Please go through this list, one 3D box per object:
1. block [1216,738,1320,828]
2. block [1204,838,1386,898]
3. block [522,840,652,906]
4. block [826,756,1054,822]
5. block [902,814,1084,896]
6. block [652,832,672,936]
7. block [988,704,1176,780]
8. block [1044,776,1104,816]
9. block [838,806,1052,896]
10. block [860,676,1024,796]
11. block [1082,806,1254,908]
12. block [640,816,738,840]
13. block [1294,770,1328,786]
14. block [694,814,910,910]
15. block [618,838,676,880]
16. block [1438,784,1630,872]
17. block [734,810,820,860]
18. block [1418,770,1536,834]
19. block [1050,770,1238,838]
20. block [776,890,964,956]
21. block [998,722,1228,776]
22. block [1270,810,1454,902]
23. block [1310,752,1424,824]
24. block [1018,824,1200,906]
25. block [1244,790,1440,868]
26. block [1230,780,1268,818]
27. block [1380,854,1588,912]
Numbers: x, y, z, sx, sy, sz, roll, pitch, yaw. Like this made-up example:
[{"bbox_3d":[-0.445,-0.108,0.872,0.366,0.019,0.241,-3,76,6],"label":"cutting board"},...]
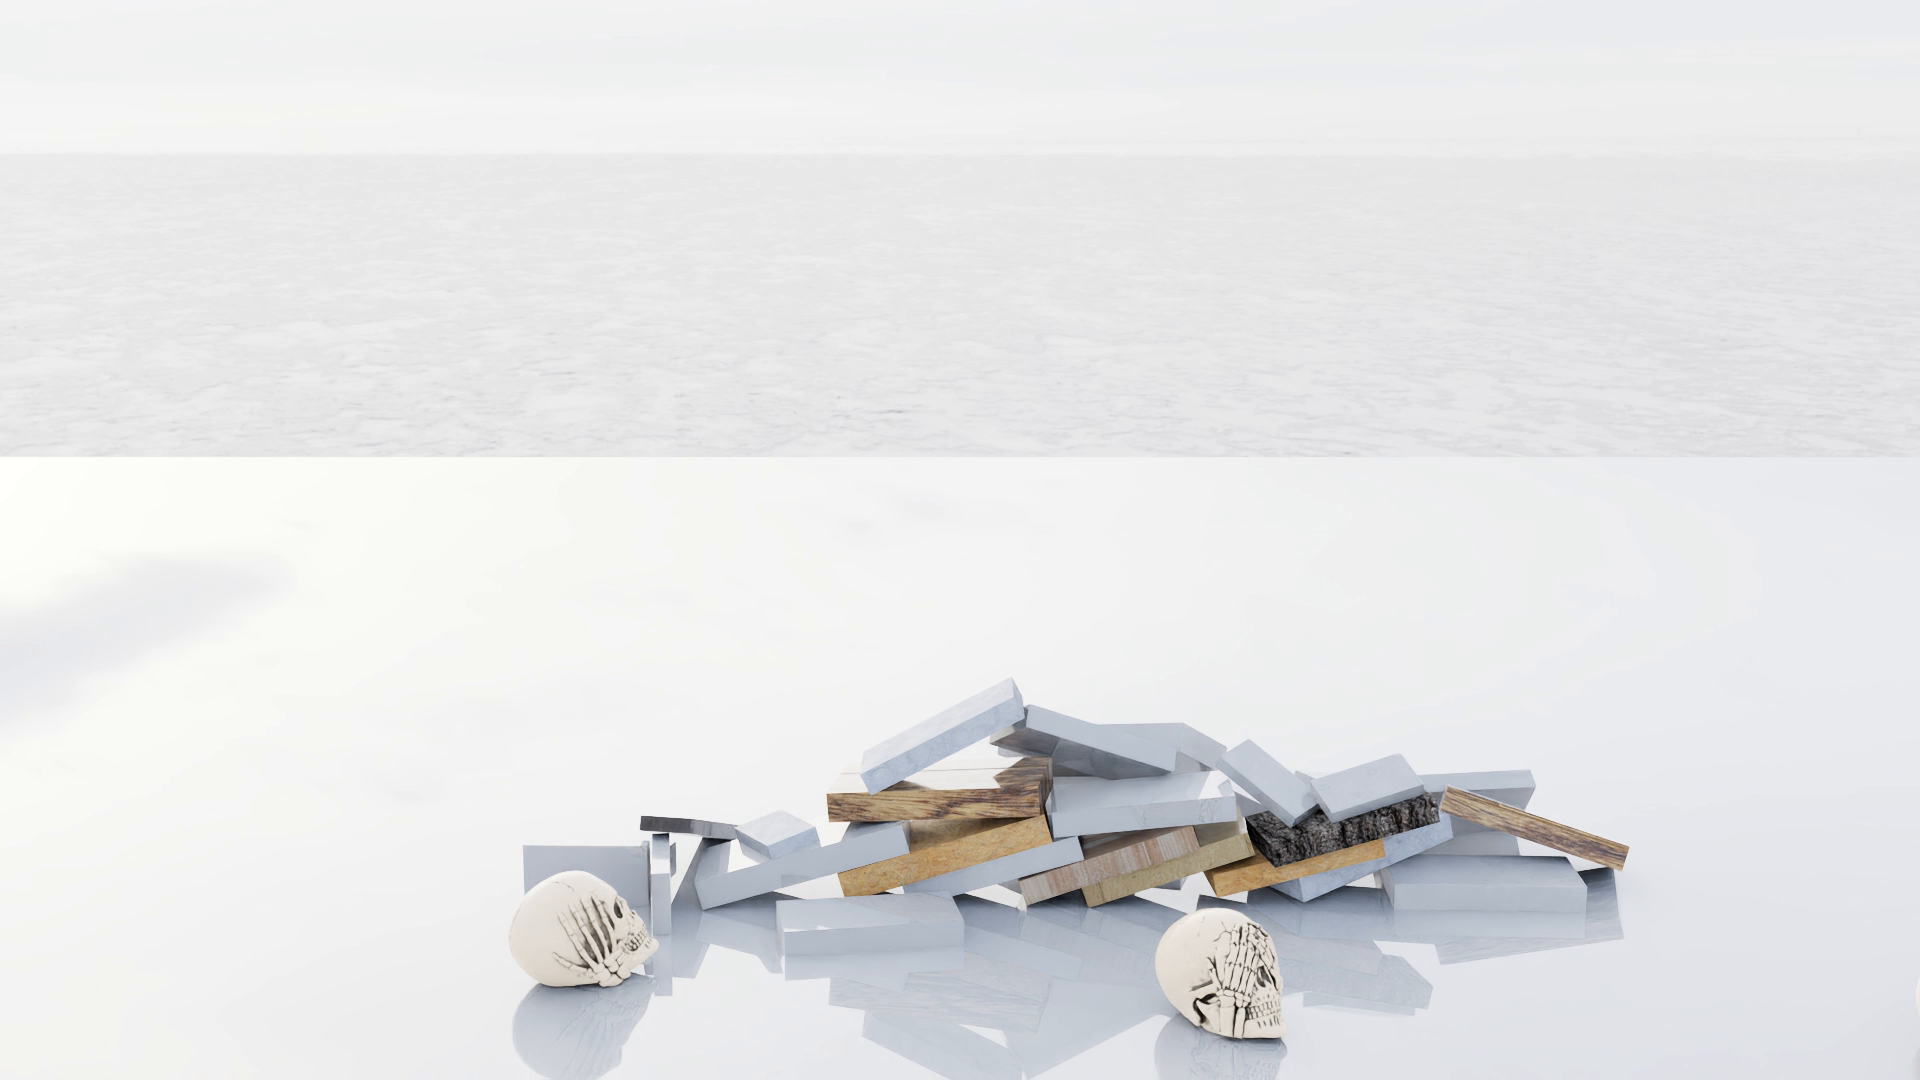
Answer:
[{"bbox_3d":[0.514,0.403,3.650,0.166,0.023,0.083,39,42,27],"label":"block"},{"bbox_3d":[0.548,0.517,3.662,0.285,0.040,0.143,-13,13,-3],"label":"block"},{"bbox_3d":[-0.613,0.547,3.619,0.204,0.102,0.029,0,11,1],"label":"block"},{"bbox_3d":[-0.031,0.415,3.662,0.351,0.050,0.175,-3,10,10],"label":"block"},{"bbox_3d":[0.055,0.528,3.659,0.298,0.042,0.149,-16,10,4],"label":"block"},{"bbox_3d":[-0.485,0.557,3.569,0.029,0.102,0.204,-1,11,-7],"label":"block"},{"bbox_3d":[0.206,0.348,3.701,0.281,0.040,0.140,18,-24,-20],"label":"block"},{"bbox_3d":[0.125,0.473,3.986,0.359,0.051,0.180,-3,10,38],"label":"block"},{"bbox_3d":[-0.026,0.503,3.664,0.351,0.050,0.175,-16,10,2],"label":"block"},{"bbox_3d":[-0.029,0.321,3.624,0.281,0.040,0.140,-27,9,5],"label":"block"},{"bbox_3d":[0.341,0.526,3.656,0.285,0.040,0.143,-19,10,5],"label":"block"},{"bbox_3d":[-0.453,0.497,3.788,0.087,0.025,0.342,2,-9,11],"label":"block"},{"bbox_3d":[0.762,0.470,4.059,0.269,0.038,0.135,8,5,-29],"label":"block"},{"bbox_3d":[-0.259,0.518,3.663,0.351,0.050,0.176,-16,10,2],"label":"block"},{"bbox_3d":[-0.571,0.557,3.765,0.102,0.029,0.204,3,11,13],"label":"block"},{"bbox_3d":[0.979,0.490,3.766,0.310,0.044,0.155,18,-1,12],"label":"block"},{"bbox_3d":[-0.306,0.491,3.670,0.087,0.025,0.175,-20,11,-22],"label":"block"},{"bbox_3d":[0.882,0.473,3.943,0.269,0.135,0.038,-2,48,-9],"label":"block"},{"bbox_3d":[0.301,0.435,3.639,0.298,0.042,0.149,-6,10,2],"label":"block"},{"bbox_3d":[-0.144,0.605,3.478,0.281,0.040,0.140,-2,11,-10],"label":"block"},{"bbox_3d":[0.268,0.372,3.877,0.359,0.051,0.180,-4,-20,31],"label":"block"},{"bbox_3d":[0.662,0.519,3.730,0.310,0.044,0.155,-18,14,-22],"label":"block"},{"bbox_3d":[0.669,0.407,3.618,0.166,0.023,0.083,-16,38,-12],"label":"block"},{"bbox_3d":[0.244,0.516,3.649,0.298,0.042,0.149,-19,10,4],"label":"block"},{"bbox_3d":[0.630,0.462,3.637,0.285,0.040,0.143,-14,13,-7],"label":"block"},{"bbox_3d":[0.539,0.470,4.035,0.269,0.038,0.135,24,18,40],"label":"block"},{"bbox_3d":[0.868,0.570,3.659,0.310,0.044,0.155,1,11,3],"label":"block"}]
